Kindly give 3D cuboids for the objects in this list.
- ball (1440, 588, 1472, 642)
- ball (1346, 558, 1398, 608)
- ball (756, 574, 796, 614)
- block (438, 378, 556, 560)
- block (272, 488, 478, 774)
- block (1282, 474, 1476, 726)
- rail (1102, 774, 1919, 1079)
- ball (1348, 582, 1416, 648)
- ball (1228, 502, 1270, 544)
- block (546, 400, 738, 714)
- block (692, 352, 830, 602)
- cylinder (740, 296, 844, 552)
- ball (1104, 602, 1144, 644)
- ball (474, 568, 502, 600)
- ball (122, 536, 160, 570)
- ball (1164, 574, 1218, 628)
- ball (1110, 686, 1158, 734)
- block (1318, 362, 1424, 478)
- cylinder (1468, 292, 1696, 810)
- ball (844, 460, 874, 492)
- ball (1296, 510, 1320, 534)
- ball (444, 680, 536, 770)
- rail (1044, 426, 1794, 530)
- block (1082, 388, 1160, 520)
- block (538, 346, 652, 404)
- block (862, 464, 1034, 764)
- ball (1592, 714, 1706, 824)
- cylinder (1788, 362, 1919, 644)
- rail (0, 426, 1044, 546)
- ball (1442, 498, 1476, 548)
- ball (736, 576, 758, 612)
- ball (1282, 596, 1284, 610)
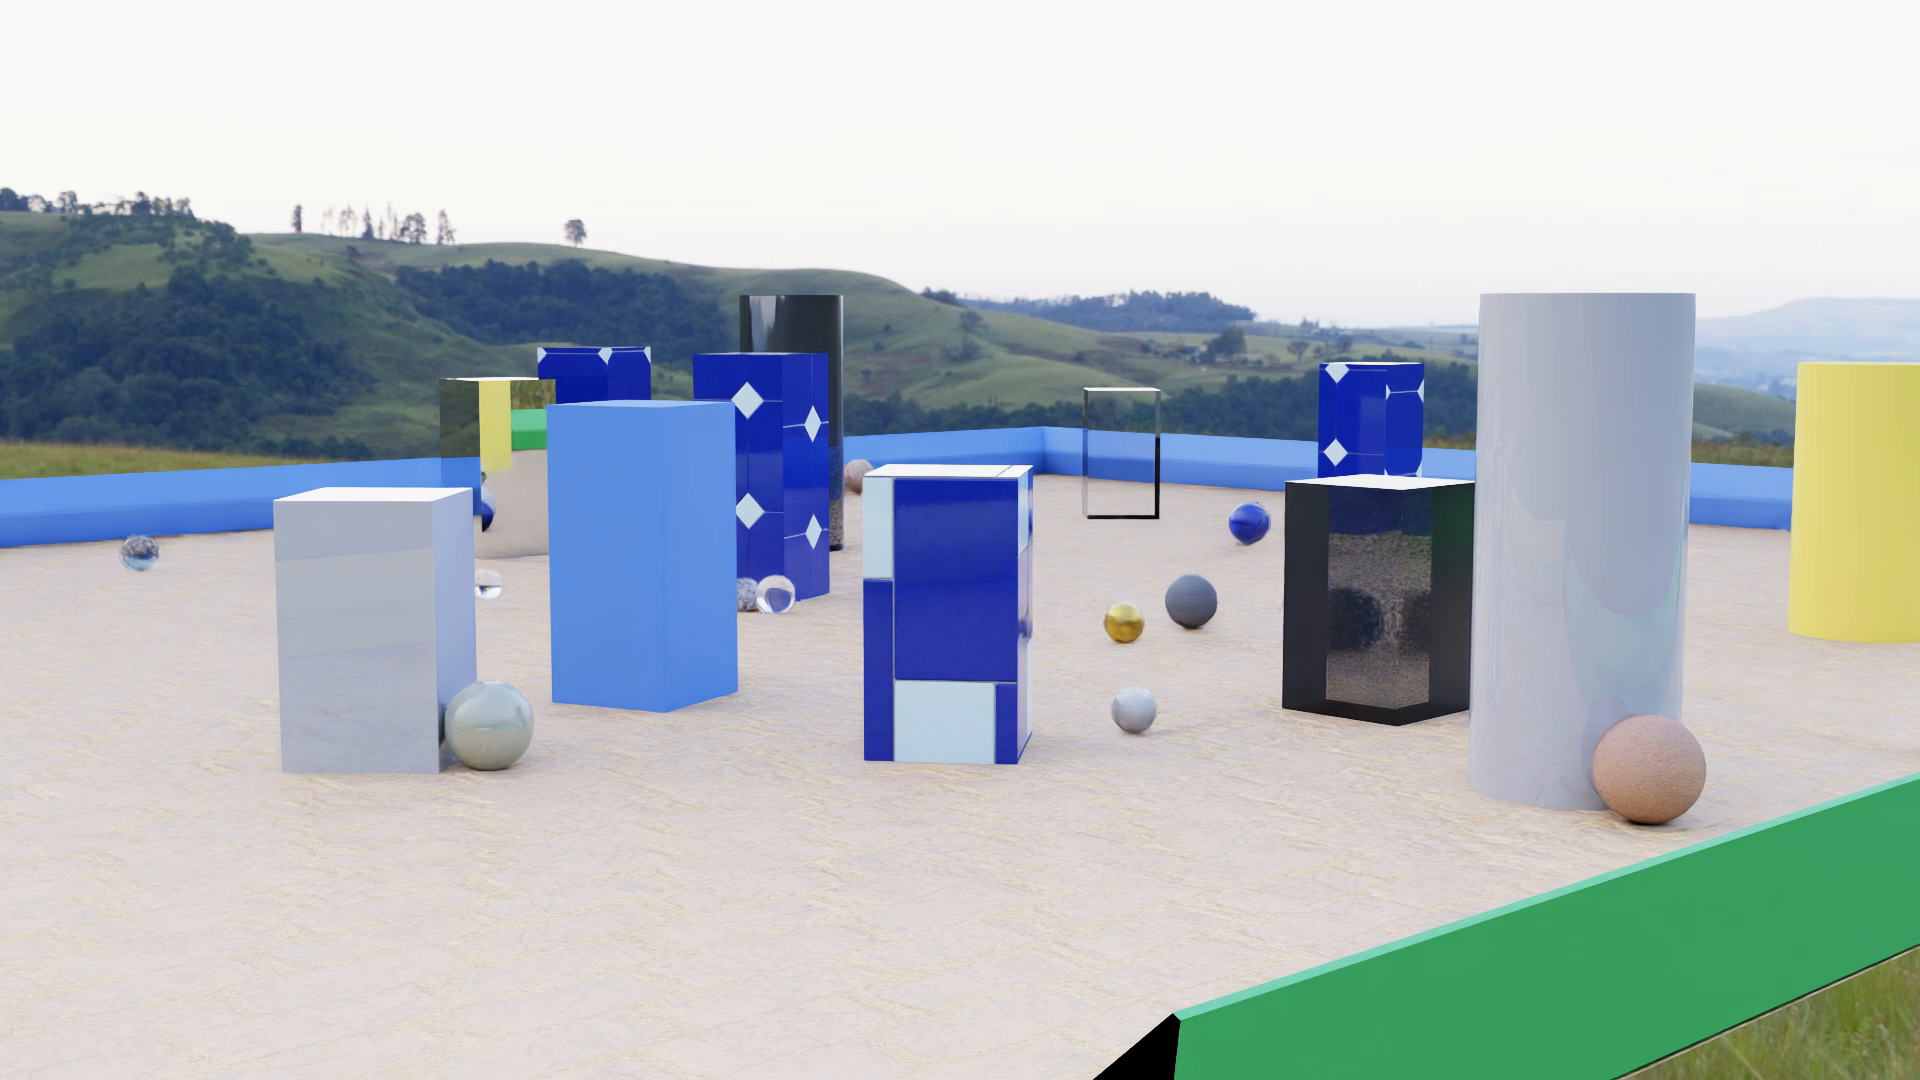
[{"bbox_3d":[0.680,0.101,2.945,0.071,0.071,0.071,0,6,0],"label":"ball"},{"bbox_3d":[0.613,0.065,3.270,0.075,0.075,0.075,0,6,0],"label":"ball"},{"bbox_3d":[-0.269,0.079,3.208,0.058,0.058,0.058,0,6,0],"label":"ball"},{"bbox_3d":[-0.837,-0.134,3.992,0.152,0.317,0.152,-5,8,-40],"label":"block"},{"bbox_3d":[-0.574,0.085,2.174,0.152,0.263,0.152,0,6,2],"label":"block"},{"bbox_3d":[0.467,0.062,2.441,0.152,0.254,0.152,6,8,45],"label":"block"},{"bbox_3d":[1.196,0.168,2.043,3.916,0.124,0.045,-6,8,-42],"label":"rail"},{"bbox_3d":[0.554,0.099,2.886,0.086,0.086,0.086,0,6,0],"label":"ball"},{"bbox_3d":[0.548,-0.032,4.170,0.078,0.078,0.078,0,6,0],"label":"ball"},{"bbox_3d":[-0.360,0.013,2.510,0.152,0.337,0.152,3,7,26],"label":"block"},{"bbox_3d":[-0.304,-0.099,3.389,0.152,0.375,0.152,3,7,23],"label":"block"},{"bbox_3d":[-0.310,-0.217,4.069,0.191,0.467,0.191,0,6,0],"label":"cylinder"},{"bbox_3d":[0.218,0.110,2.929,0.055,0.055,0.055,0,6,0],"label":"ball"},{"bbox_3d":[-0.724,0.068,3.366,0.048,0.048,0.048,0,6,0],"label":"ball"},{"bbox_3d":[-1.394,0.022,3.741,0.060,0.060,0.060,0,6,0],"label":"ball"},{"bbox_3d":[0.323,0.086,3.071,0.074,0.074,0.074,0,6,0],"label":"ball"},{"bbox_3d":[0.183,0.179,2.311,0.049,0.049,0.049,0,6,0],"label":"ball"},{"bbox_3d":[0.832,-0.191,4.459,0.152,0.333,0.152,5,8,40],"label":"block"},{"bbox_3d":[0.571,0.003,2.026,0.191,0.458,0.191,0,6,0],"label":"cylinder"},{"bbox_3d":[-0.243,-0.155,5.317,0.082,0.082,0.082,0,6,0],"label":"ball"},{"bbox_3d":[0.690,-0.037,4.356,0.048,0.048,0.048,0,6,0],"label":"ball"},{"bbox_3d":[-0.456,0.179,2.129,0.087,0.087,0.087,0,6,0],"label":"ball"},{"bbox_3d":[1.422,-0.105,4.637,0.045,0.124,3.574,-6,8,-42],"label":"rail"},{"bbox_3d":[0.344,-0.187,4.711,0.152,0.272,0.152,0,6,-1],"label":"block"},{"bbox_3d":[-0.691,-0.180,4.177,0.152,0.371,0.152,3,7,23],"label":"block"},{"bbox_3d":[-0.010,0.071,2.222,0.152,0.282,0.152,1,6,7],"label":"block"},{"bbox_3d":[0.597,0.198,1.905,0.095,0.095,0.095,0,6,0],"label":"ball"},{"bbox_3d":[1.241,-0.056,3.009,0.191,0.370,0.191,0,6,0],"label":"cylinder"},{"bbox_3d":[-1.196,-0.104,4.621,3.916,0.124,0.045,-6,8,-42],"label":"rail"},{"bbox_3d":[0.947,-0.033,4.109,0.093,0.093,0.093,0,6,0],"label":"ball"},{"bbox_3d":[-0.319,0.080,3.237,0.051,0.051,0.051,0,6,0],"label":"ball"},{"bbox_3d":[0.485,0.091,3.179,0.041,0.041,0.041,0,6,0],"label":"ball"}]
